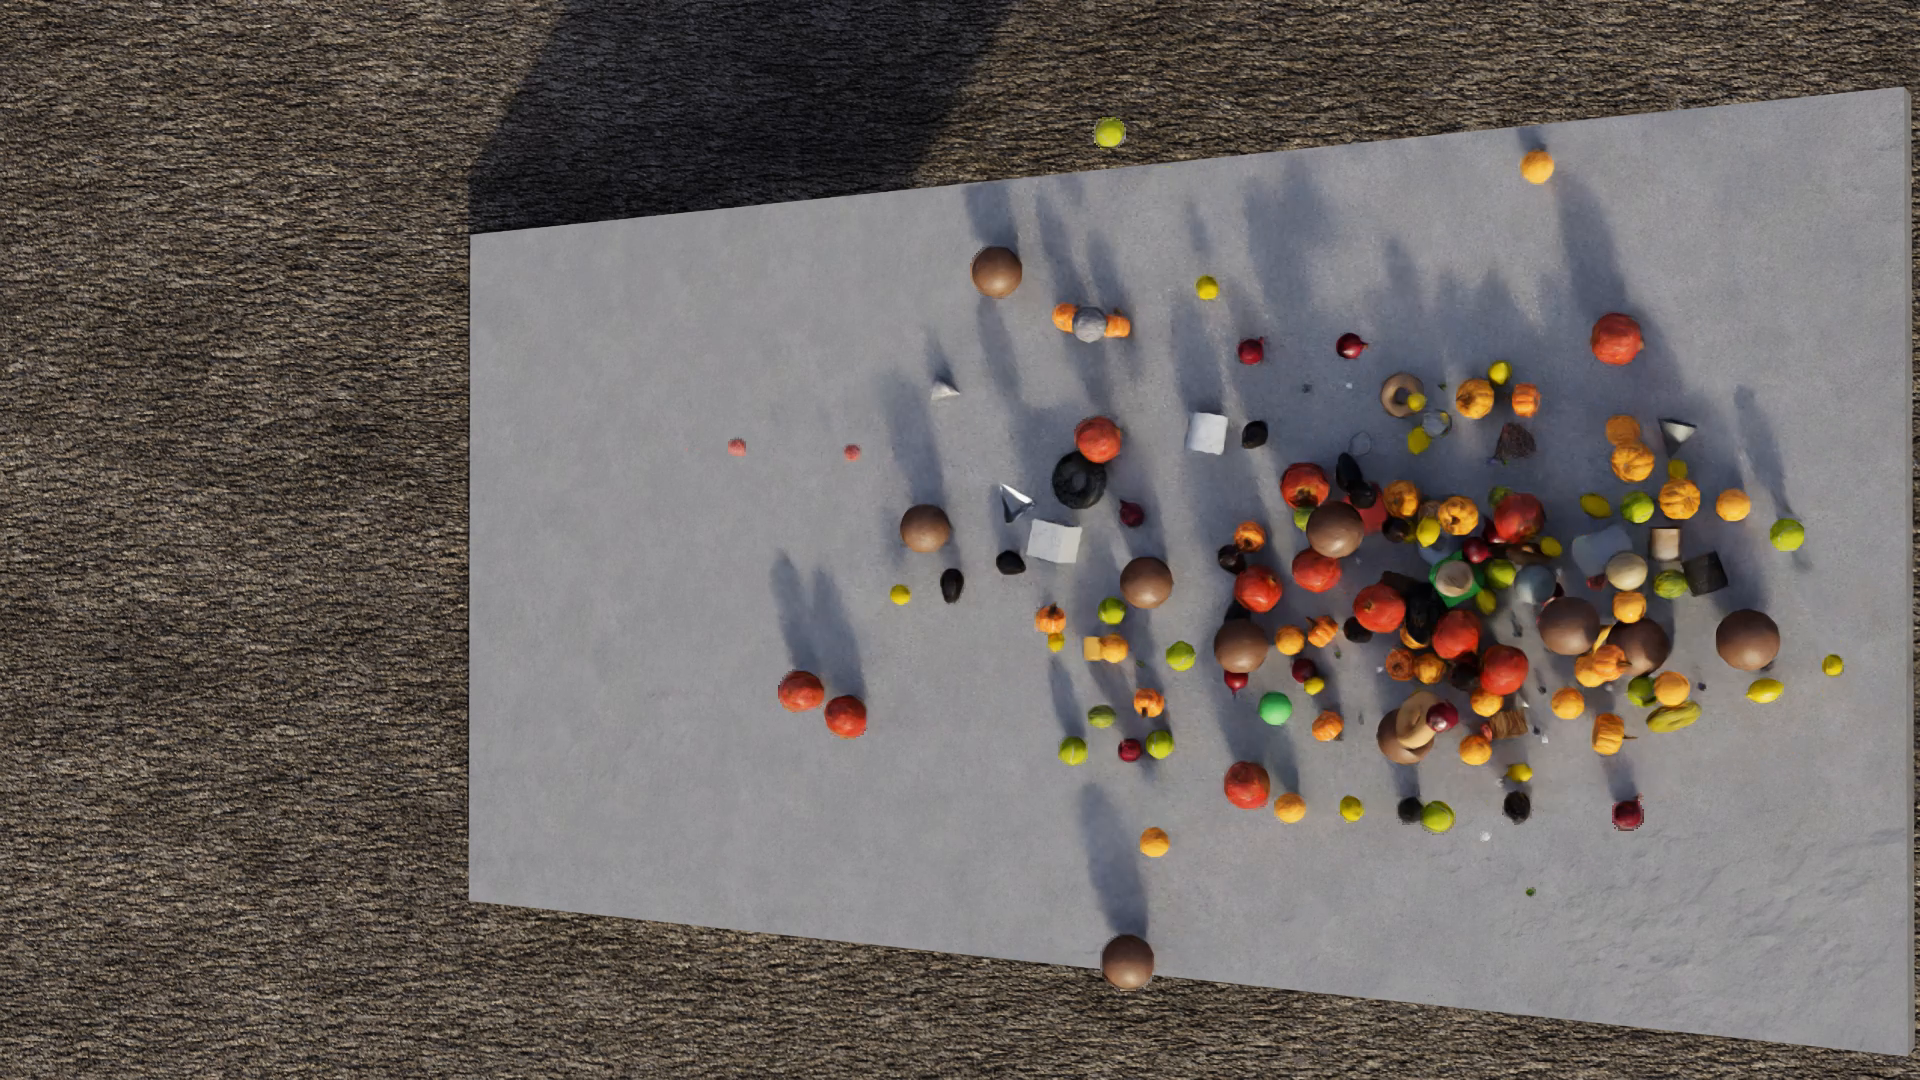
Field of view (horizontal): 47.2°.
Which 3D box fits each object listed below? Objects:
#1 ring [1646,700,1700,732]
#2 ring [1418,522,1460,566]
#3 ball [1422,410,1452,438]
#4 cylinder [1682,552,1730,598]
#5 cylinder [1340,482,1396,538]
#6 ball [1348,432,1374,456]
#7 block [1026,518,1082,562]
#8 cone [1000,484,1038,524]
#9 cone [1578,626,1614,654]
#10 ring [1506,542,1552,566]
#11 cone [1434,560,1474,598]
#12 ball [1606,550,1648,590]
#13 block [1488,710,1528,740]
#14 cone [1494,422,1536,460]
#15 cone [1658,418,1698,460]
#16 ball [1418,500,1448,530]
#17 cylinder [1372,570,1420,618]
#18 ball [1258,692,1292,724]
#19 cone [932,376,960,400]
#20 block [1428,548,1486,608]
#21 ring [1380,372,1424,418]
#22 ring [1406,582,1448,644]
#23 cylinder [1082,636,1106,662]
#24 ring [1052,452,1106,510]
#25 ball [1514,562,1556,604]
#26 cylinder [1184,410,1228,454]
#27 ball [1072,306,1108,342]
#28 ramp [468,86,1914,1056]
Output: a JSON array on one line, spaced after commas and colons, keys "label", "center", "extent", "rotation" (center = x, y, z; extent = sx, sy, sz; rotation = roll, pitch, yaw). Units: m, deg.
[{"label": "ring", "center": [1.520, 0.375, 4.681], "extent": [0.117, 0.117, 0.039], "rotation": [-15, 65, 0]}, {"label": "ring", "center": [1.096, 0.008, 5.034], "extent": [0.104, 0.035, 0.104], "rotation": [-1, 89, 32]}, {"label": "ball", "center": [1.072, -0.260, 4.944], "extent": [0.066, 0.066, 0.066], "rotation": [0, 89, 0]}, {"label": "cylinder", "center": [1.594, 0.074, 4.705], "extent": [0.077, 0.077, 0.077], "rotation": [-17, 81, 0]}, {"label": "cylinder", "center": [0.944, -0.069, 5.092], "extent": [0.093, 0.093, 0.093], "rotation": [-25, 75, 0]}, {"label": "ball", "center": [0.932, -0.223, 5.120], "extent": [0.059, 0.059, 0.059], "rotation": [0, 89, 0]}, {"label": "block", "center": [0.237, 0.002, 5.519], "extent": [0.092, 0.092, 0.092], "rotation": [15, 97, 30]}, {"label": "cone", "center": [0.126, -0.104, 5.479], "extent": [0.097, 0.097, 0.097], "rotation": [-35, 85, 0]}, {"label": "cone", "center": [1.409, 0.204, 4.837], "extent": [0.070, 0.070, 0.070], "rotation": [-28, 90, 9]}, {"label": "ring", "center": [1.266, 0.032, 4.894], "extent": [0.098, 0.098, 0.033], "rotation": [6, 113, 0]}, {"label": "cone", "center": [1.101, 0.097, 4.858], "extent": [0.087, 0.087, 0.087], "rotation": [0, 105, 2]}, {"label": "ball", "center": [1.416, 0.065, 4.670], "extent": [0.084, 0.084, 0.084], "rotation": [0, 89, 0]}, {"label": "block", "center": [1.227, 0.413, 4.922], "extent": [0.055, 0.055, 0.055], "rotation": [0, 75, -33]}, {"label": "cone", "center": [1.229, -0.201, 4.951], "extent": [0.092, 0.092, 0.092], "rotation": [14, 56, -21]}, {"label": "cone", "center": [1.538, -0.212, 4.743], "extent": [0.083, 0.083, 0.083], "rotation": [11, 102, 0]}, {"label": "ball", "center": [1.074, -0.058, 5.000], "extent": [0.067, 0.067, 0.067], "rotation": [0, 89, 0]}, {"label": "cylinder", "center": [0.999, 0.126, 5.040], "extent": [0.088, 0.088, 0.088], "rotation": [18, 86, 0]}, {"label": "ball", "center": [0.740, 0.395, 5.166], "extent": [0.077, 0.077, 0.077], "rotation": [0, 89, 0]}, {"label": "cone", "center": [-0.032, -0.388, 5.720], "extent": [0.071, 0.071, 0.071], "rotation": [13, 89, 4]}, {"label": "block", "center": [1.123, 0.086, 4.969], "extent": [0.087, 0.087, 0.087], "rotation": [-32, 95, 26]}, {"label": "ring", "center": [1.022, -0.334, 5.081], "extent": [0.106, 0.035, 0.106], "rotation": [1, 91, 31]}, {"label": "ring", "center": [1.057, 0.166, 4.978], "extent": [0.048, 0.143, 0.143], "rotation": [4, 89, 44]}, {"label": "cylinder", "center": [0.334, 0.270, 5.475], "extent": [0.052, 0.052, 0.052], "rotation": [-4, 74, 0]}, {"label": "ring", "center": [0.299, -0.149, 5.508], "extent": [0.147, 0.049, 0.147], "rotation": [-1, 88, 30]}, {"label": "ball", "center": [1.261, 0.096, 4.819], "extent": [0.091, 0.091, 0.091], "rotation": [0, 89, 0]}, {"label": "cylinder", "center": [0.595, -0.260, 5.302], "extent": [0.093, 0.093, 0.093], "rotation": [9, 95, 0]}, {"label": "ball", "center": [0.315, -0.527, 5.365], "extent": [0.088, 0.088, 0.088], "rotation": [0, 89, 0]}, {"label": "ramp", "center": [0.265, 0.073, 5.613], "extent": [4.000, 0.100, 2.000], "rotation": [0, 89, 31]}]
